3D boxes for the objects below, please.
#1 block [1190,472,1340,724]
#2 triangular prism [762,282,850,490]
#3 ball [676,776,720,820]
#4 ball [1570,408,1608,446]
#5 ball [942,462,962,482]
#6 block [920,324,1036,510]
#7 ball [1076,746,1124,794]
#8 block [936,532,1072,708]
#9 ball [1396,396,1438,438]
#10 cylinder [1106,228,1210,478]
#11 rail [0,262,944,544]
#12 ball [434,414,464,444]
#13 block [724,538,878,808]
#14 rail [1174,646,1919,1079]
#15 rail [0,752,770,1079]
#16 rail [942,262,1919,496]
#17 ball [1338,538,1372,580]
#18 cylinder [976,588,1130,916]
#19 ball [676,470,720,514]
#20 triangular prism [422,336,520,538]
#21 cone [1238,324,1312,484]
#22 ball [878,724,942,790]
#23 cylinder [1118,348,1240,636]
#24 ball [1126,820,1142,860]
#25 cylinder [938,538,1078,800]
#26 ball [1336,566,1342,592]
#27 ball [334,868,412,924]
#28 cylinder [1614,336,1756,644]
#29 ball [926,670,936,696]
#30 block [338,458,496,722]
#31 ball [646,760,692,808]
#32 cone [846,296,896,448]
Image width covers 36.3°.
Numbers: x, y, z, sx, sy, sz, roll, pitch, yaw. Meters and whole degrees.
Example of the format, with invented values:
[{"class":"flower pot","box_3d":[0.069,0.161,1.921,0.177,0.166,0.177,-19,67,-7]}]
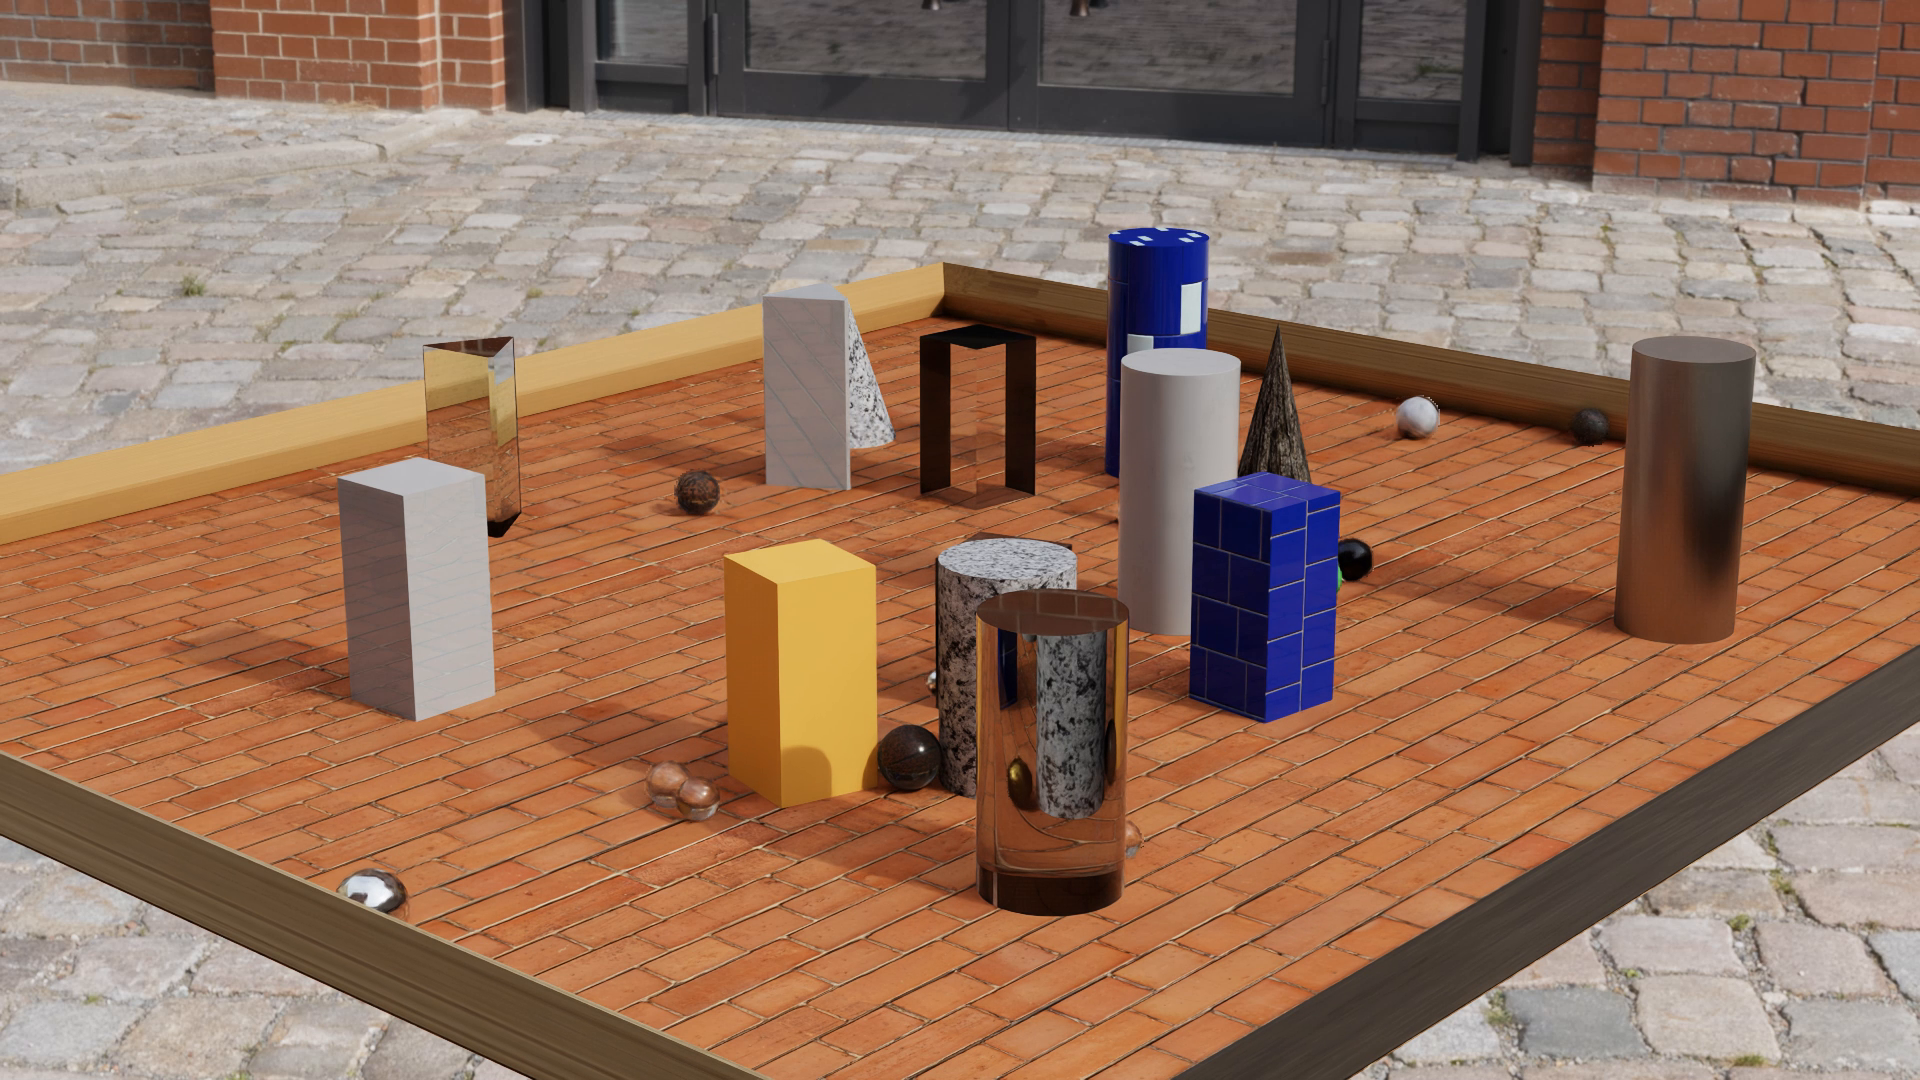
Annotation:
[{"class":"block","box_3d":[0.474,0.087,4.574,0.159,0.342,0.159,-15,22,-40]},{"class":"triangular prism","box_3d":[-0.285,-0.308,5.818,0.173,0.382,0.150,4,17,13]},{"class":"ball","box_3d":[-0.370,0.365,4.136,0.062,0.062,0.062,0,17,0]},{"class":"ball","box_3d":[1.310,-0.235,6.106,0.076,0.076,0.076,0,17,0]},{"class":"ball","box_3d":[-0.015,-0.135,5.833,0.040,0.040,0.040,0,17,0]},{"class":"block","box_3d":[0.035,-0.241,5.706,0.159,0.317,0.159,-15,22,-41]},{"class":"ball","box_3d":[0.202,0.332,4.237,0.068,0.068,0.068,0,17,0]},{"class":"block","box_3d":[0.068,0.135,4.581,0.159,0.246,0.159,8,19,25]},{"class":"ball","box_3d":[0.959,-0.257,6.157,0.088,0.088,0.088,0,17,0]},{"class":"cylinder","box_3d":[0.393,-0.370,5.859,0.199,0.476,0.199,0,17,0]},{"class":"rail","box_3d":[-1.144,-0.254,6.071,0.045,0.129,3.412,14,22,39]},{"class":"ball","box_3d":[-1.065,-0.230,6.111,0.062,0.062,0.062,0,17,0]},{"class":"block","box_3d":[-0.230,0.190,4.240,0.159,0.336,0.159,-10,20,-31]},{"class":"rail","box_3d":[1.144,0.319,4.169,0.045,0.129,3.412,14,22,39]},{"class":"rail","box_3d":[-1.103,0.399,3.903,3.077,0.129,0.045,14,22,39]},{"class":"rail","box_3d":[1.103,-0.334,6.336,3.077,0.129,0.045,14,22,39]},{"class":"ball","box_3d":[0.696,0.035,5.209,0.075,0.075,0.075,0,17,0]},{"class":"cylinder","box_3d":[0.121,0.278,3.864,0.199,0.386,0.199,0,17,0]},{"class":"ball","box_3d":[-0.501,-0.091,5.612,0.084,0.084,0.084,0,17,0]},{"class":"triangular prism","box_3d":[-0.888,-0.201,5.526,0.173,0.345,0.150,11,20,33]},{"class":"cone","box_3d":[0.573,-0.188,5.340,0.199,0.427,0.199,0,17,0]},{"class":"ball","box_3d":[-0.073,0.315,4.247,0.095,0.095,0.095,0,17,0]},{"class":"cylinder","box_3d":[0.368,-0.083,4.952,0.199,0.449,0.199,0,17,0]},{"class":"ball","box_3d":[0.219,0.408,4.001,0.057,0.057,0.057,0,17,0]},{"class":"cylinder","box_3d":[0.069,0.187,4.252,0.199,0.336,0.199,0,17,0]},{"class":"ball","box_3d":[0.628,0.067,5.105,0.074,0.074,0.074,0,17,0]},{"class":"ball","box_3d":[-0.749,0.468,3.730,0.100,0.100,0.100,0,17,0]},{"class":"cylinder","box_3d":[1.211,-0.085,4.905,0.199,0.480,0.199,0,17,0]},{"class":"ball","box_3d":[-0.033,0.226,4.634,0.041,0.041,0.041,0,17,0]},{"class":"block","box_3d":[-0.848,0.075,4.579,0.159,0.363,0.159,14,22,39]},{"class":"ball","box_3d":[-0.414,0.348,4.181,0.068,0.068,0.068,0,17,0]},{"class":"cone","box_3d":[-0.235,-0.362,6.135,0.199,0.301,0.199,0,17,0]}]
